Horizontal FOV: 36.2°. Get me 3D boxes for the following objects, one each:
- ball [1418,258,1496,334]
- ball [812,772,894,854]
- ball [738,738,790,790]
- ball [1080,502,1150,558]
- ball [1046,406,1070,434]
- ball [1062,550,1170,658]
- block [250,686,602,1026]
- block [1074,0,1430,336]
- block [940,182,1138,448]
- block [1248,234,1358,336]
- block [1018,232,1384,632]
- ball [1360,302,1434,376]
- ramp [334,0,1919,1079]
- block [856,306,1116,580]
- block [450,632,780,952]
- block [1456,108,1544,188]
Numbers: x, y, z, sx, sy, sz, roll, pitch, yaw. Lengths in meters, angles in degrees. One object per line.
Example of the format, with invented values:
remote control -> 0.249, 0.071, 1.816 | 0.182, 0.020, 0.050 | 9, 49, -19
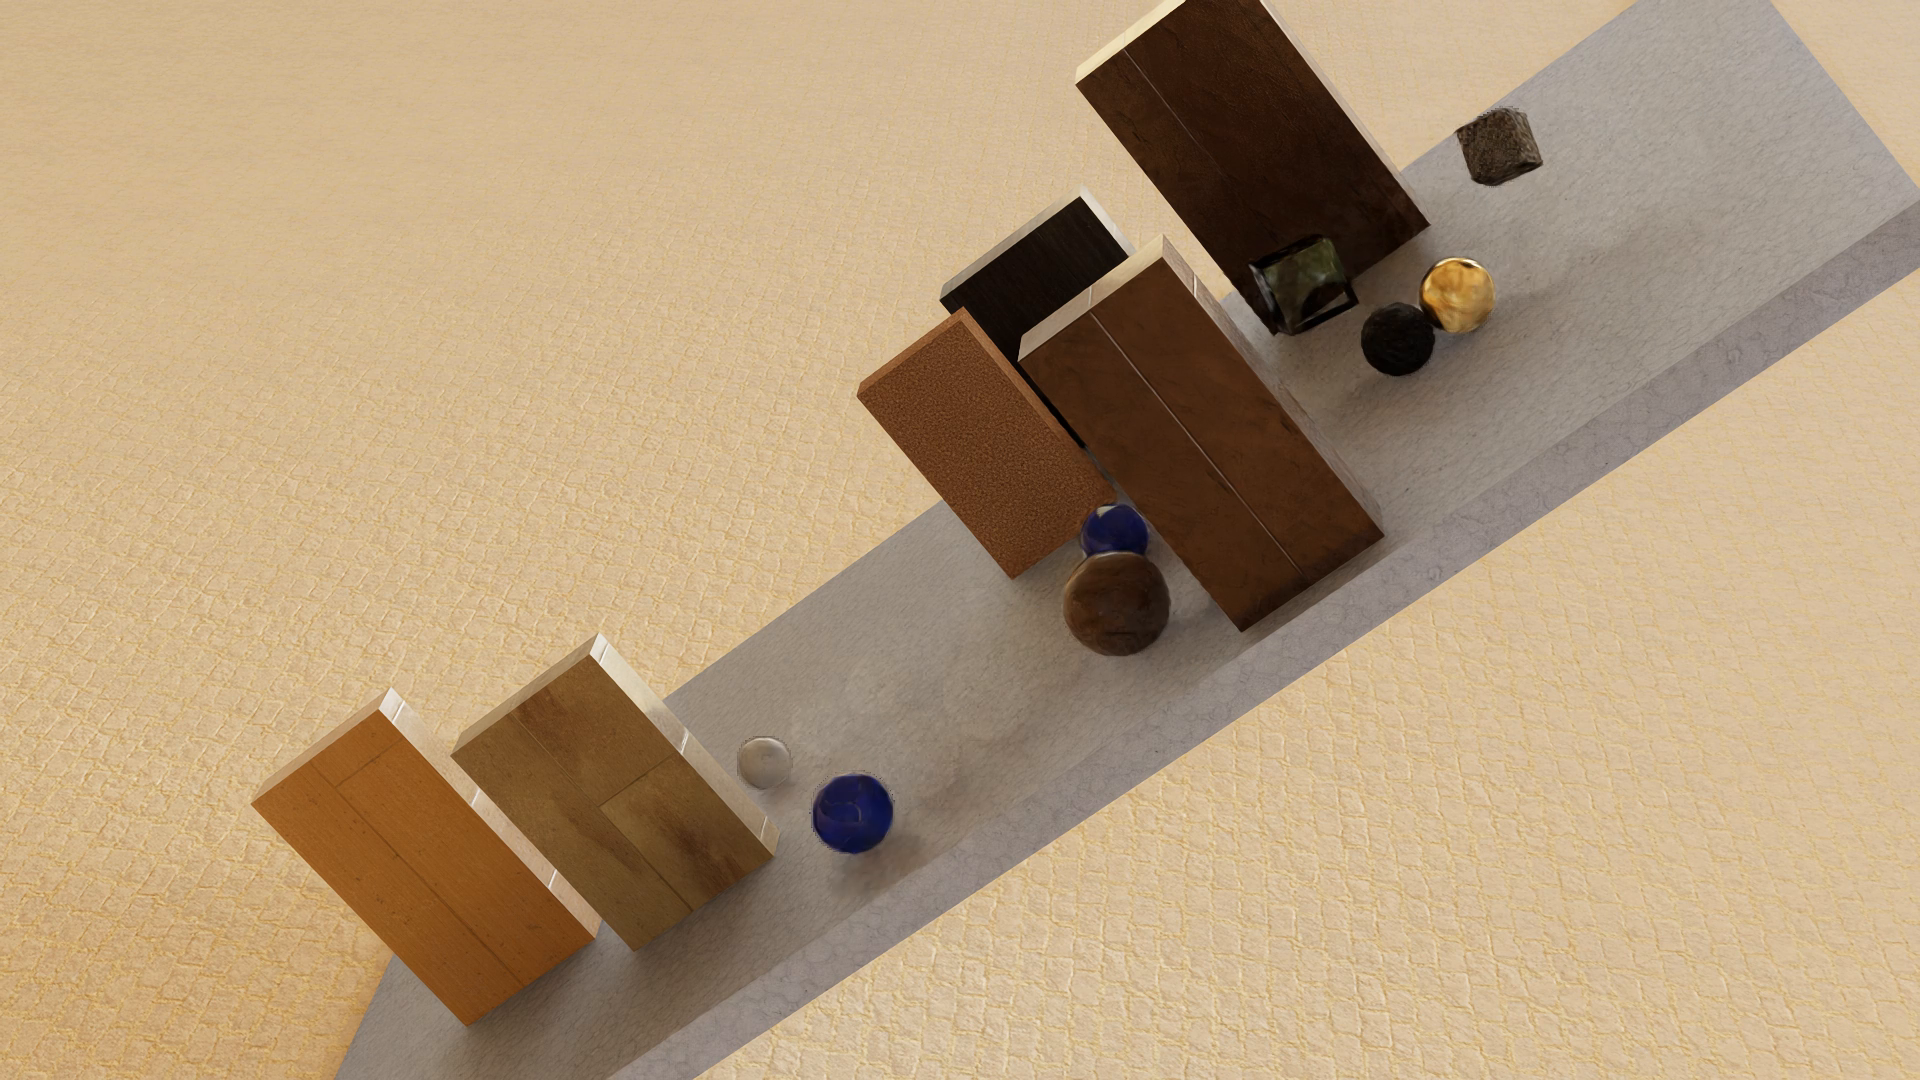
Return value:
ball -> 0.963, -0.474, 5.698 | 0.148, 0.148, 0.148 | 0, 23, 0
ball -> -0.207, 0.527, 5.683 | 0.157, 0.157, 0.157 | 0, 23, 0
ball -> -0.425, 0.485, 6.384 | 0.113, 0.113, 0.113 | 0, 23, 0
ball -> 0.313, -0.005, 5.959 | 0.140, 0.140, 0.140 | 0, 23, 0
ball -> 0.186, -0.240, 6.774 | 0.137, 0.137, 0.137 | 0, 23, 0
ball -> 0.295, 0.119, 5.544 | 0.203, 0.203, 0.203 | 0, 23, 0
block -> -1.159, 0.698, 6.421 | 0.385, 0.697, 0.105 | -35, 16, 17
block -> 0.643, -0.866, 6.462 | 0.423, 0.722, 0.148 | -35, 16, 17
block -> 0.267, -0.504, 6.788 | 0.409, 0.487, 0.110 | -35, 16, 17
block -> 0.710, -0.528, 6.079 | 0.152, 0.152, 0.152 | -26, 11, -1
block -> 0.431, -0.186, 5.226 | 0.315, 0.651, 0.135 | -35, 16, 17
ball -> 0.856, -0.393, 5.753 | 0.143, 0.143, 0.143 | 0, 23, 0
ramp -> 0.123, 0.183, 6.334 | 4.000, 0.100, 2.000 | -35, 16, 17
block -> 0.060, -0.205, 6.355 | 0.287, 0.538, 0.086 | -35, 16, 17
block -> -0.709, 0.525, 6.074 | 0.386, 0.575, 0.103 | -35, 16, 17
block -> 1.048, -0.761, 5.710 | 0.109, 0.109, 0.109 | -22, -10, 30
